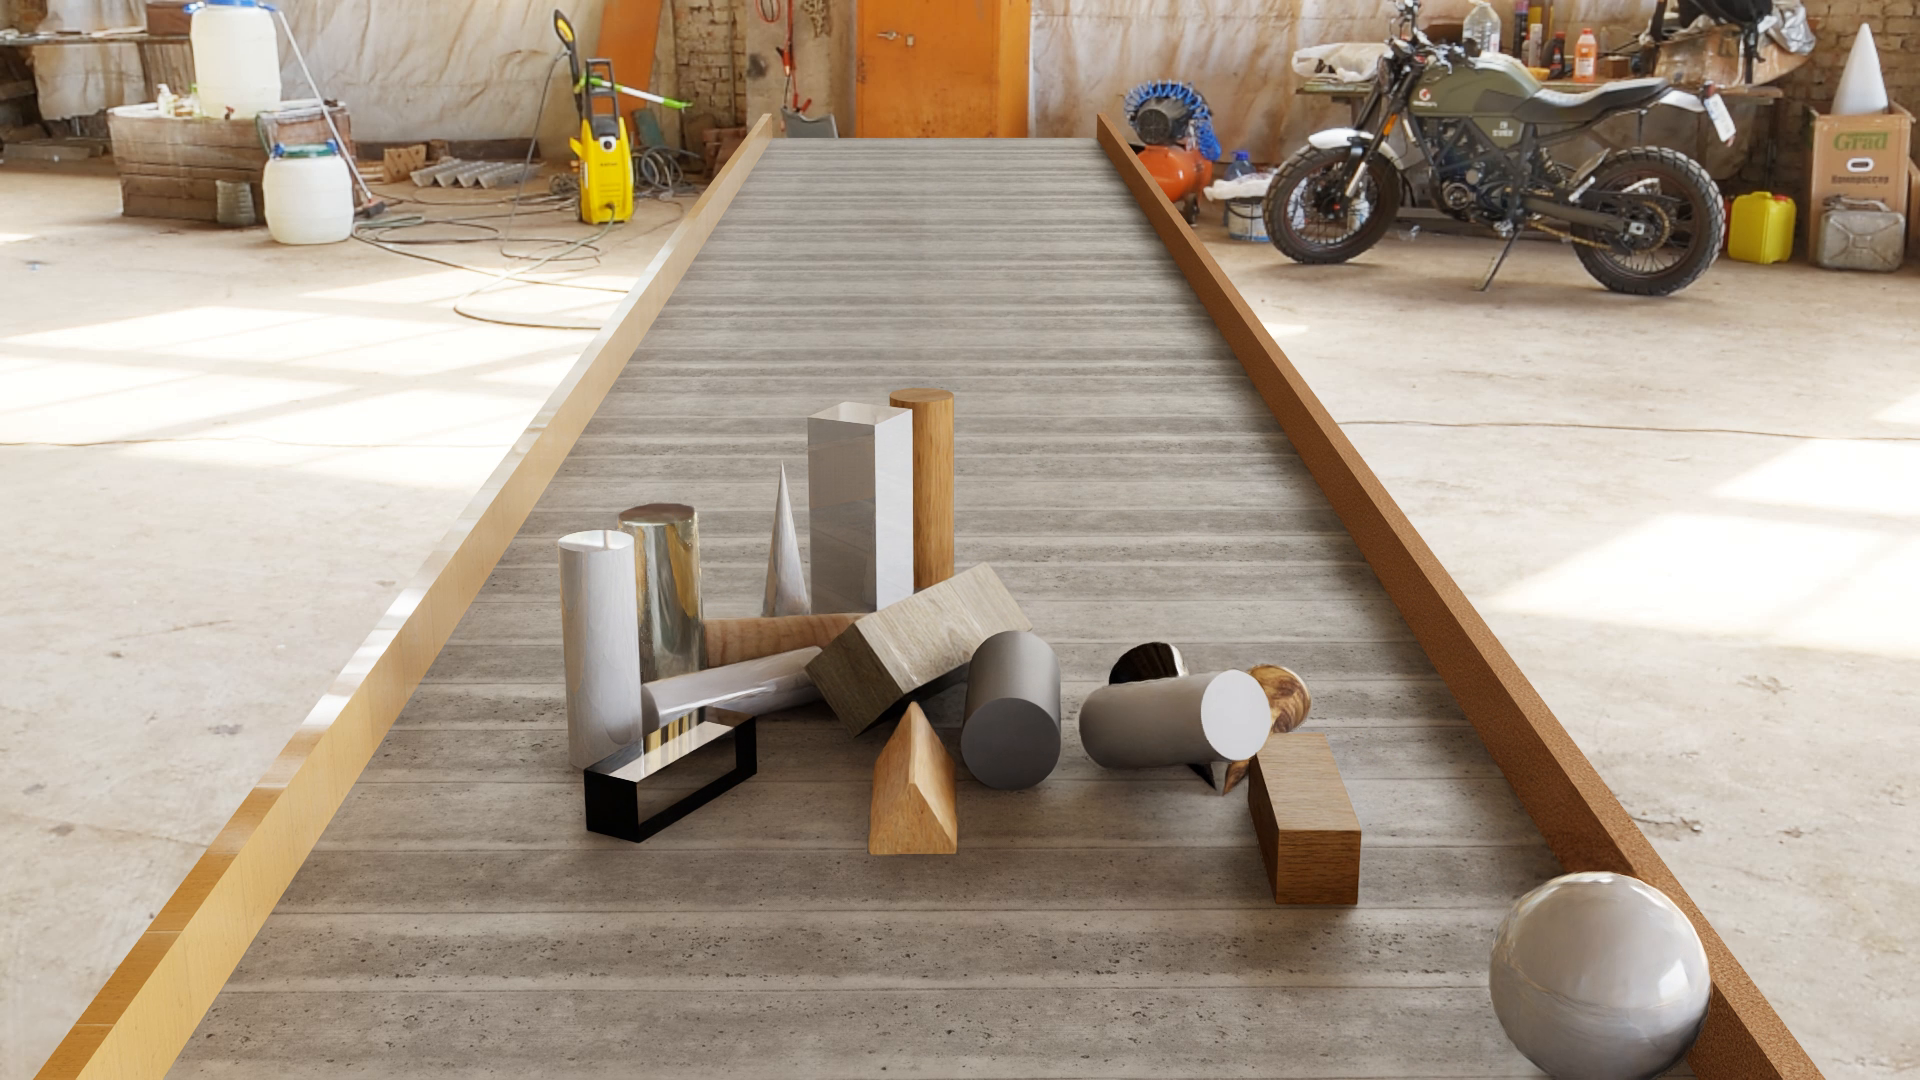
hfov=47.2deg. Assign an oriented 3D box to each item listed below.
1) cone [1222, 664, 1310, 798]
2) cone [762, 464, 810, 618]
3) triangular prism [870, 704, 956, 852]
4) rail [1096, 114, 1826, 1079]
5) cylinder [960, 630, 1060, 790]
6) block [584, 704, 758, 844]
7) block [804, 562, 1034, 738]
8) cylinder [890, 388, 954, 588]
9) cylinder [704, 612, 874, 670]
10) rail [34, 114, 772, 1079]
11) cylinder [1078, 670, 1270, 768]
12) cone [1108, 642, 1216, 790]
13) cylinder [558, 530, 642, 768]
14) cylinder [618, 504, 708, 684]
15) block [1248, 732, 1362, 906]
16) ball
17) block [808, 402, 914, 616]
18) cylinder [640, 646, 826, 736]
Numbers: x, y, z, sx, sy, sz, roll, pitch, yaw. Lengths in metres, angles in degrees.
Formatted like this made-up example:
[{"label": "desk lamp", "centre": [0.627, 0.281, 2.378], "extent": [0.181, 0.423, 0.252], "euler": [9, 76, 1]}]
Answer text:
[{"label": "cone", "centre": [0.511, 0.363, 3.889], "extent": [0.137, 0.137, 0.344], "euler": [7, 29, 21]}, {"label": "cone", "centre": [-0.349, 0.039, 4.373], "extent": [0.124, 0.411, 0.124], "euler": [0, 17, 0]}, {"label": "triangular prism", "centre": [-0.078, 0.392, 3.686], "extent": [0.139, 0.120, 0.364], "euler": [0, 17, -1]}, {"label": "rail", "centre": [0.932, -0.844, 7.801], "extent": [0.050, 0.150, 12.000], "euler": [0, 17, -1]}, {"label": "cylinder", "centre": [0.094, 0.299, 3.921], "extent": [0.171, 0.171, 0.351], "euler": [1, 17, 2]}, {"label": "block", "centre": [-0.485, 0.391, 3.721], "extent": [0.108, 0.108, 0.339], "euler": [9, 19, 28]}, {"label": "block", "centre": [-0.072, 0.202, 4.152], "extent": [0.160, 0.160, 0.442], "euler": [-42, -11, 35]}, {"label": "cylinder", "centre": [-0.084, -0.116, 4.880], "extent": [0.141, 0.421, 0.141], "euler": [0, 17, 0]}, {"label": "cylinder", "centre": [-0.315, 0.208, 4.279], "extent": [0.390, 0.120, 0.120], "euler": [-2, 16, -18]}, {"label": "rail", "centre": [-1.118, -0.838, 7.780], "extent": [0.050, 0.150, 12.000], "euler": [0, 17, -1]}, {"label": "cylinder", "centre": [0.361, 0.308, 3.739], "extent": [0.147, 0.147, 0.337], "euler": [-12, -1, -34]}, {"label": "cone", "centre": [0.396, 0.344, 3.937], "extent": [0.154, 0.154, 0.374], "euler": [-4, 29, -14]}, {"label": "cylinder", "centre": [-0.631, 0.194, 3.869], "extent": [0.131, 0.402, 0.131], "euler": [0, 17, 0]}, {"label": "cylinder", "centre": [-0.551, 0.134, 4.101], "extent": [0.142, 0.380, 0.142], "euler": [-2, 17, 1]}, {"label": "block", "centre": [0.547, 0.441, 3.527], "extent": [0.124, 0.124, 0.397], "euler": [0, 17, 1]}, {"label": "ball", "centre": [0.823, 0.566, 2.838], "extent": [0.276, 0.276, 0.276], "euler": [0, 17, 0]}, {"label": "block", "centre": [-0.207, -0.051, 4.619], "extent": [0.159, 0.443, 0.159], "euler": [8, 18, 26]}, {"label": "cylinder", "centre": [-0.418, 0.284, 4.082], "extent": [0.367, 0.108, 0.108], "euler": [-11, 20, -33]}]
